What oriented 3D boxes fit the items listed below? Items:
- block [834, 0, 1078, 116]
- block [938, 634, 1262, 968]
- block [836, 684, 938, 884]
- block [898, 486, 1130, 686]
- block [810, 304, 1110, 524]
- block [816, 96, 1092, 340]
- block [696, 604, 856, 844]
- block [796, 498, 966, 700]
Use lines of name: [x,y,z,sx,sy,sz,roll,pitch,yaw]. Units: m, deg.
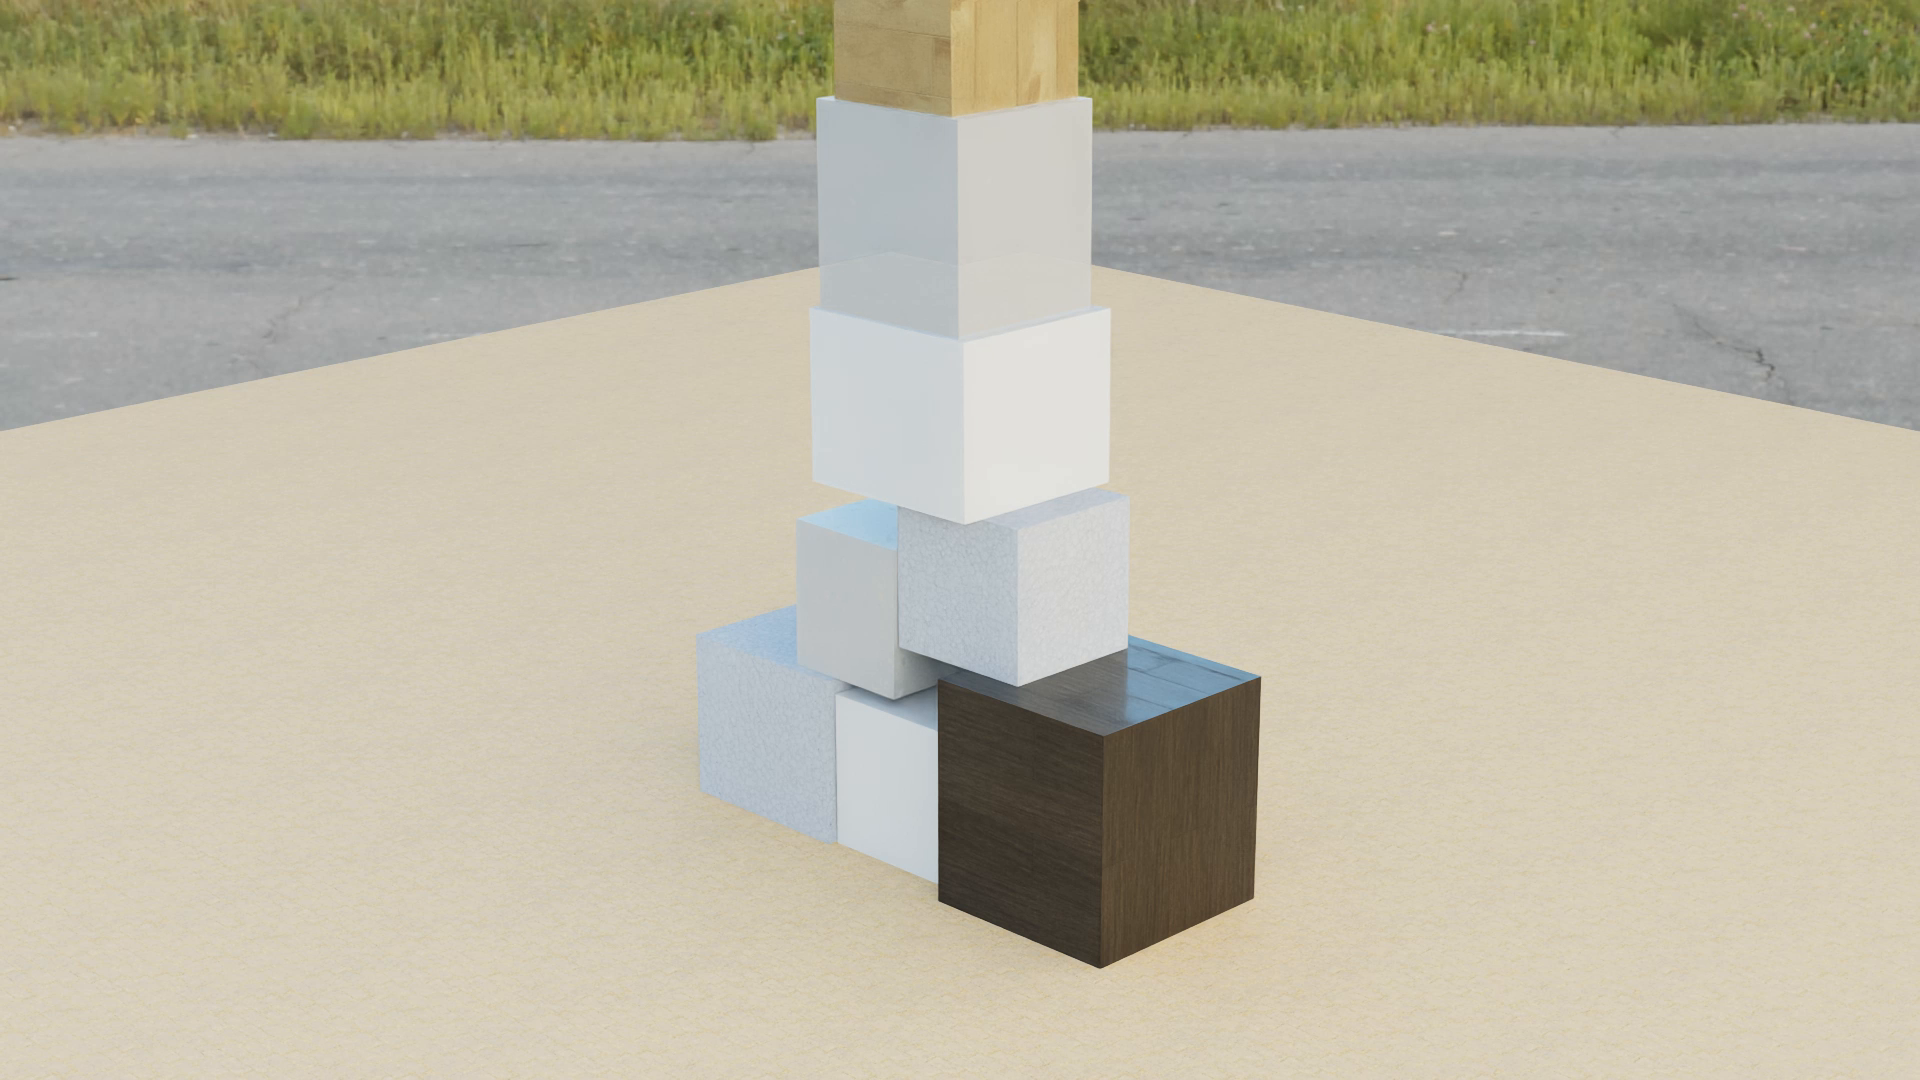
block: [-0.017,-2.249,12.647,0.776,0.684,0.718,-17,24,-42]
block: [0.613,1.111,13.034,1.027,1.064,0.985,-17,24,-42]
block: [-0.010,1.068,13.703,0.807,0.745,0.797,-17,24,-42]
block: [0.239,0.145,13.149,0.717,0.711,0.748,-17,24,-42]
block: [0.001,-0.647,13.151,0.922,0.802,0.972,-17,24,-42]
block: [-0.024,-1.471,12.876,0.826,0.936,0.872,-17,24,-42]
block: [-0.634,0.851,14.280,0.881,0.814,0.937,-17,24,-42]
block: [-0.277,0.238,13.682,0.716,0.715,0.653,-17,25,-42]
